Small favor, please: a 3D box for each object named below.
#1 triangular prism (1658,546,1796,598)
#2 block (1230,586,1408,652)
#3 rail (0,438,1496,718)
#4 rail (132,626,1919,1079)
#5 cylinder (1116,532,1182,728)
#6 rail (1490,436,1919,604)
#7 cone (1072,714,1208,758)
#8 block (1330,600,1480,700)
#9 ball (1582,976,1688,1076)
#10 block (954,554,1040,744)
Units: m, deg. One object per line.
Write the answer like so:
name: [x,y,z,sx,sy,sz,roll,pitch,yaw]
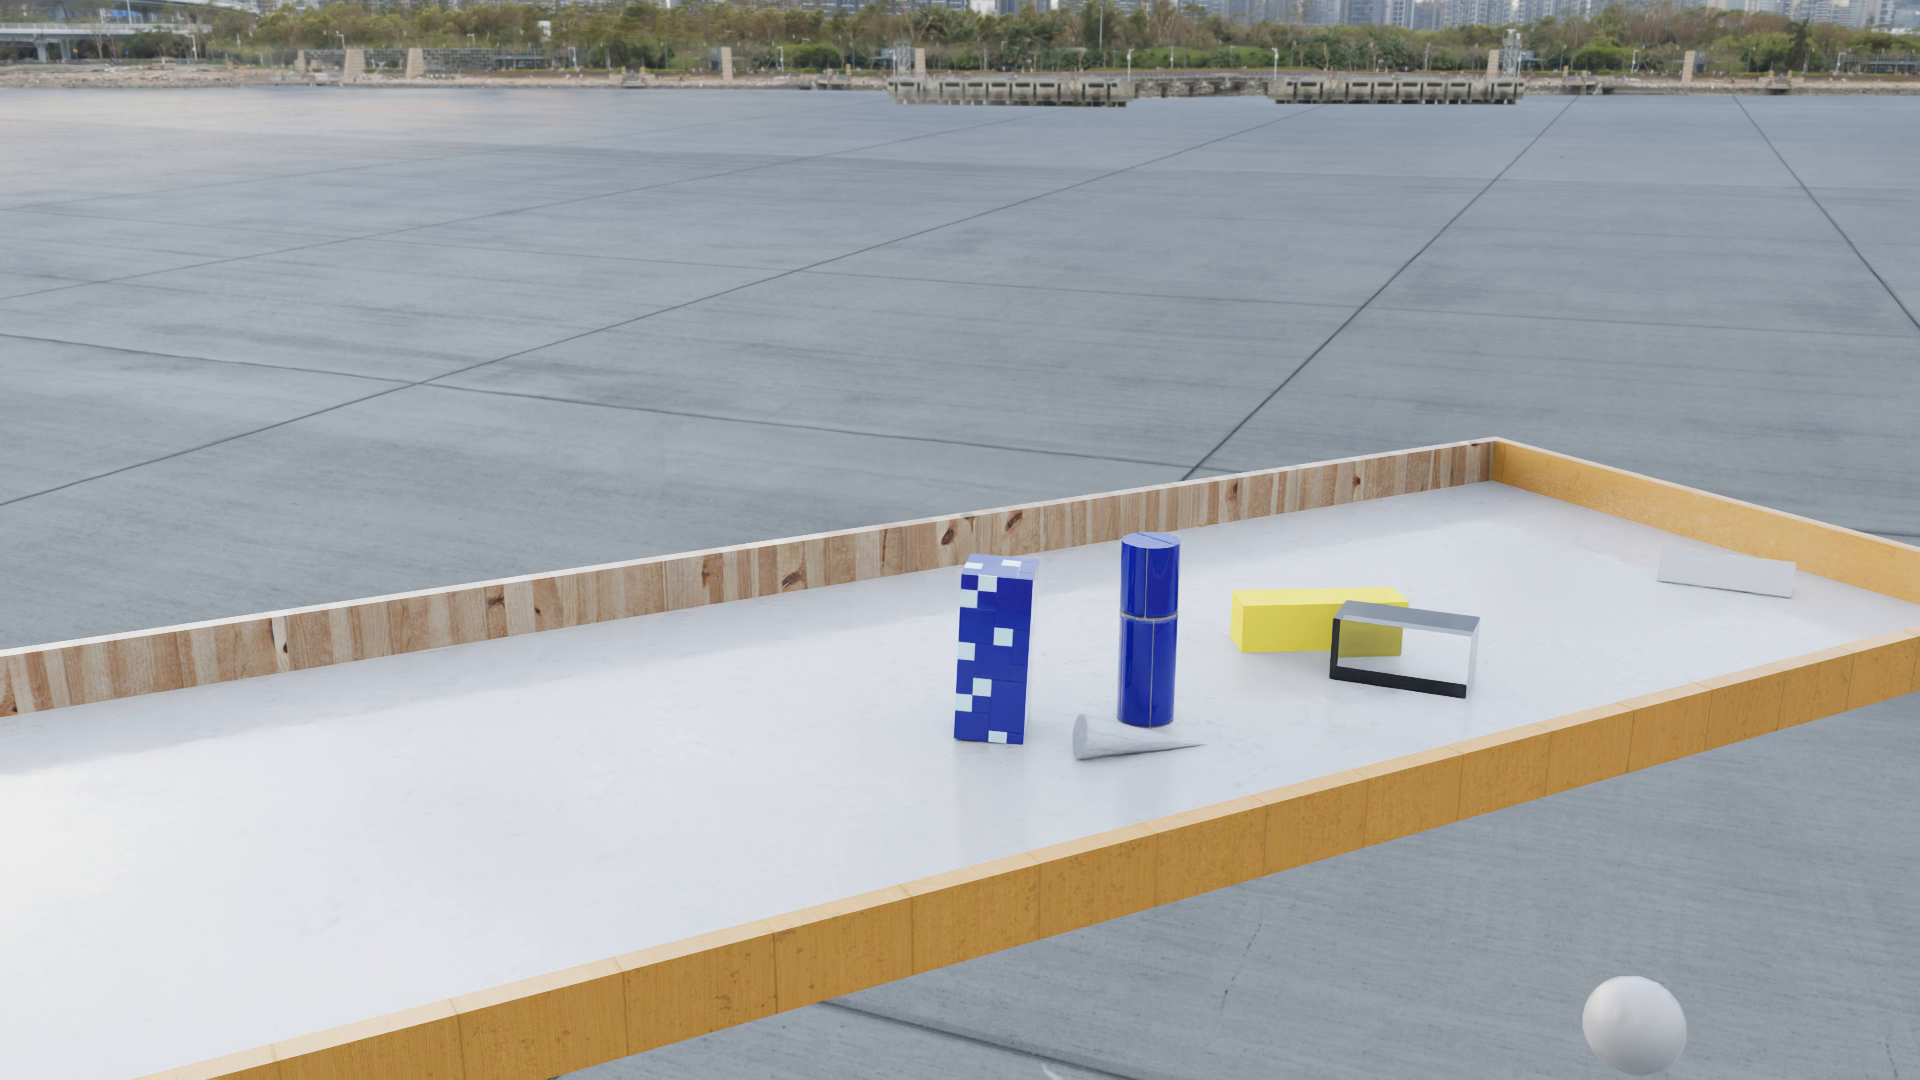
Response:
triangular prism: [2.269,0.087,4.885,0.362,0.093,0.108,8,19,26]
block: [0.957,0.212,4.404,0.441,0.130,0.130,-1,16,-4]
rail: [-3.305,0.497,3.399,12.000,0.150,0.050,-9,18,-27]
rail: [-2.336,1.006,1.665,12.000,0.150,0.050,-9,18,-27]
cylinder: [0.440,0.211,3.859,0.136,0.439,0.136,0,16,0]
rail: [2.466,-0.048,5.253,0.050,0.150,2.100,-9,18,-27]
cone: [0.418,0.453,3.726,0.310,0.100,0.100,6,15,-14]
block: [1.117,0.271,4.145,0.334,0.161,0.161,7,18,23]
ball: [2.734,1.968,6.688,0.394,0.394,0.394,0,16,0]
block: [0.084,0.249,3.792,0.160,0.396,0.160,5,17,7]
